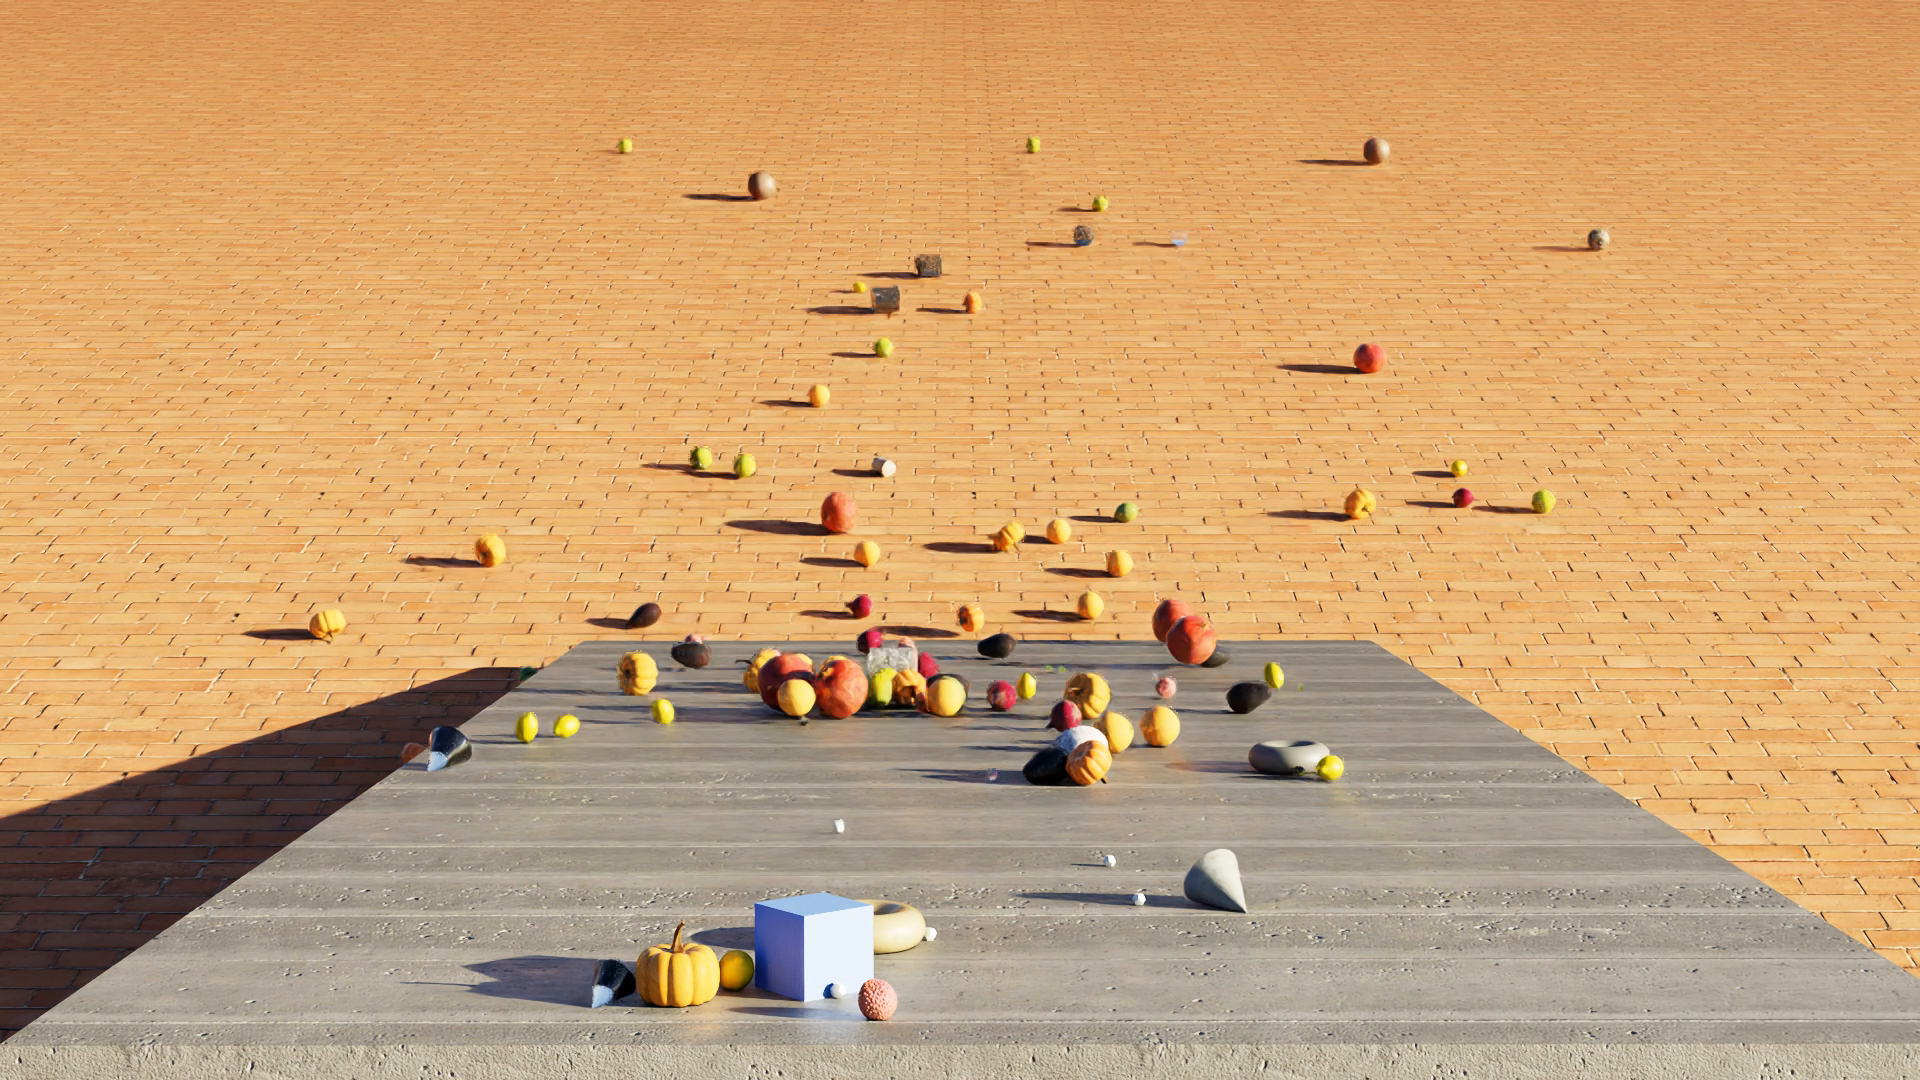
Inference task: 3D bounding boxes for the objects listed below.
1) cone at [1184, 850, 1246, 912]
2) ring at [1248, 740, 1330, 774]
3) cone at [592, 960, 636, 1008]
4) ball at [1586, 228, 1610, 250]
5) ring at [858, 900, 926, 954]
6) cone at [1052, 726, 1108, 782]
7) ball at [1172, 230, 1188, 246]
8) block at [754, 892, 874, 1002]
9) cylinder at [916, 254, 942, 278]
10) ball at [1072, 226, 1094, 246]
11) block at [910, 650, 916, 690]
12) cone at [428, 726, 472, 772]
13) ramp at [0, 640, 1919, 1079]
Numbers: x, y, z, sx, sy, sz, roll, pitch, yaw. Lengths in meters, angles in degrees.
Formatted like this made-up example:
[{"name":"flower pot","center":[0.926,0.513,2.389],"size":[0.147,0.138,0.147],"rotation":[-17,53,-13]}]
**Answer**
[{"name":"cone","center":[0.334,0.440,3.191],"size":[0.080,0.080,0.080],"rotation":[-11,35,-28]},{"name":"ring","center":[0.556,0.366,4.334],"size":[0.137,0.046,0.137],"rotation":[-2,3,0]},{"name":"cone","center":[-0.375,0.477,2.702],"size":[0.050,0.050,0.050],"rotation":[8,33,20]},{"name":"ball","center":[2.682,-1.262,10.796],"size":[0.093,0.093,0.093],"rotation":[0,20,0]},{"name":"ring","center":[-0.107,0.449,2.984],"size":[0.134,0.045,0.134],"rotation":[1,4,0]},{"name":"cone","center":[0.203,0.373,4.235],"size":[0.096,0.096,0.096],"rotation":[-1,30,-4]},{"name":"ball","center":[0.931,-1.280,10.877],"size":[0.070,0.070,0.070],"rotation":[0,20,0]},{"name":"block","center":[-0.158,0.438,2.771],"size":[0.091,0.091,0.091],"rotation":[-3,5,-39]},{"name":"cylinder","center":[-0.125,-1.106,10.376],"size":[0.087,0.087,0.087],"rotation":[-6,21,-13]},{"name":"ball","center":[0.522,-1.288,10.870],"size":[0.090,0.090,0.090],"rotation":[0,20,0]},{"name":"block","center":[-0.134,0.278,5.520],"size":[0.076,0.076,0.076],"rotation":[0,3,4]},{"name":"cone","center":[-0.883,0.370,4.355],"size":[0.080,0.080,0.080],"rotation":[7,32,18]},{"name":"ramp","center":[0.047,0.426,4.533],"size":[2.000,0.100,4.000],"rotation":[0,3,0]}]
